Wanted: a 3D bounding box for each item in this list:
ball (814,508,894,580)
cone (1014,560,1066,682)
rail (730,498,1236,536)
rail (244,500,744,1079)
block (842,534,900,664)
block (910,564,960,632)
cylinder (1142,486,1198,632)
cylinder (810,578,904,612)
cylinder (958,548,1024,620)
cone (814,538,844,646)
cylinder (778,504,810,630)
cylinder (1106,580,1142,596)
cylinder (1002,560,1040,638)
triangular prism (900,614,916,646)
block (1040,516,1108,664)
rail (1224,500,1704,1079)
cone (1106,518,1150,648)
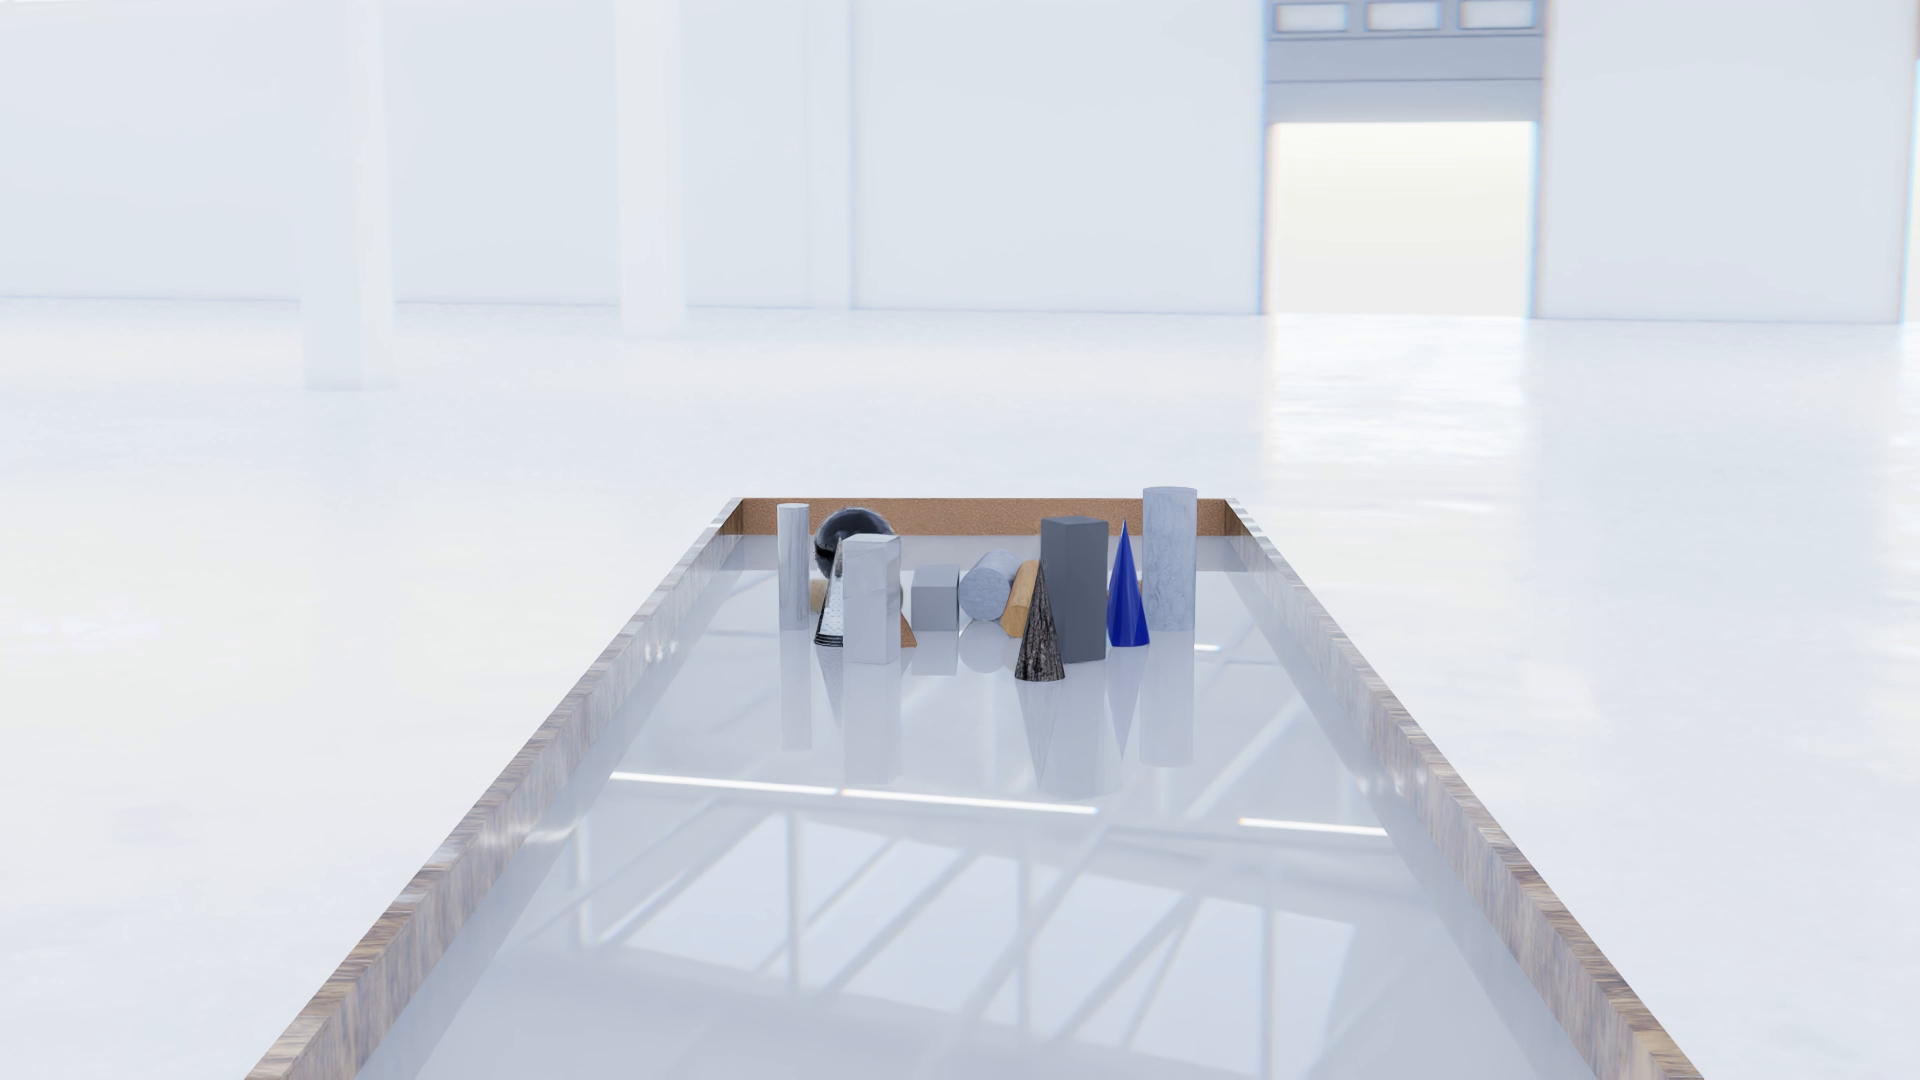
[{"bbox_3d":[-0.374,0.032,7.857,0.297,0.297,0.297,0,9,0],"label":"ball"},{"bbox_3d":[0.235,0.226,6.450,0.150,0.354,0.150,0,9,0],"label":"cone"},{"bbox_3d":[0.099,-0.098,9.147,2.100,0.150,0.050,0,9,1],"label":"rail"},{"bbox_3d":[-1.004,0.839,3.234,0.050,0.150,12.000,0,9,1],"label":"rail"},{"bbox_3d":[-0.268,0.178,6.691,0.139,0.374,0.139,3,9,16],"label":"block"},{"bbox_3d":[-0.080,0.191,7.338,0.147,0.147,0.424,0,9,1],"label":"block"},{"bbox_3d":[0.683,0.061,7.182,0.176,0.453,0.176,0,9,0],"label":"cylinder"},{"bbox_3d":[-0.377,0.192,7.436,0.355,0.113,0.113,2,9,15],"label":"cylinder"},{"bbox_3d":[0.112,0.150,7.492,0.180,0.180,0.395,1,9,9],"label":"cylinder"},{"bbox_3d":[-0.378,0.152,6.953,0.174,0.344,0.174,0,9,0],"label":"cone"},{"bbox_3d":[-0.541,0.087,7.173,0.104,0.403,0.104,0,9,0],"label":"cylinder"},{"bbox_3d":[0.574,0.198,7.424,0.105,0.105,0.396,7,12,39],"label":"cylinder"},{"bbox_3d":[0.217,0.191,7.222,0.111,0.111,0.438,1,19,8],"label":"cylinder"},{"bbox_3d":[-0.218,0.251,7.029,0.135,0.117,0.316,-1,9,-6],"label":"triangular prism"},{"bbox_3d":[0.345,0.149,6.702,0.148,0.425,0.148,-4,10,-29],"label":"block"},{"bbox_3d":[1.046,0.843,3.208,0.050,0.150,12.000,0,9,1],"label":"rail"},{"bbox_3d":[0.518,0.125,6.946,0.173,0.400,0.173,0,9,0],"label":"cone"}]
